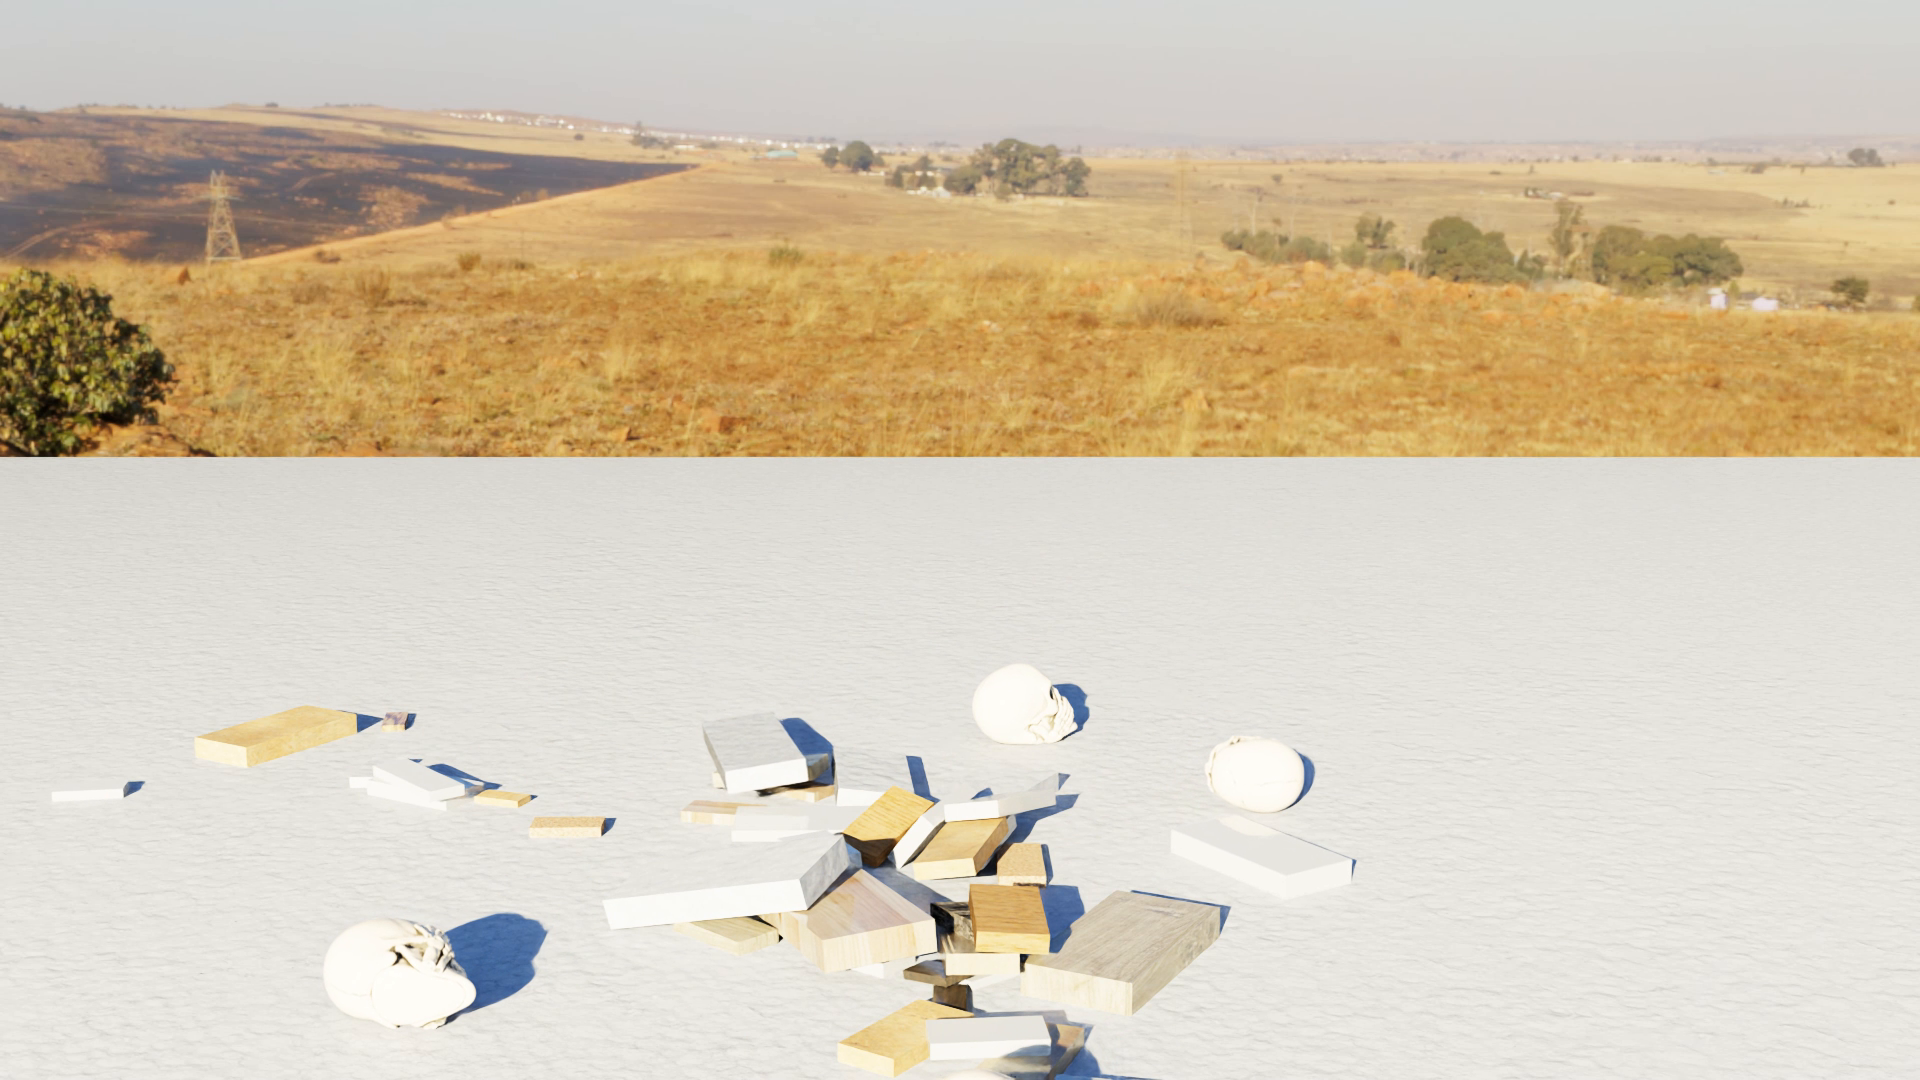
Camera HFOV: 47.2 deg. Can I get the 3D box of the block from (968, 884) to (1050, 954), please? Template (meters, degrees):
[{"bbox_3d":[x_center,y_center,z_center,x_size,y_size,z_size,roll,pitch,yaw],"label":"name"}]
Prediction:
[{"bbox_3d":[0.072,0.566,3.295,0.106,0.030,0.212,3,10,-3],"label":"block"}]

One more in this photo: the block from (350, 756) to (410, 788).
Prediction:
[{"bbox_3d":[-1.142,0.457,4.330,0.072,0.020,0.143,1,11,4],"label":"block"}]

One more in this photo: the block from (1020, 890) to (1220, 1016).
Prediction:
[{"bbox_3d":[0.249,0.624,3.349,0.177,0.050,0.354,5,12,27],"label":"block"}]

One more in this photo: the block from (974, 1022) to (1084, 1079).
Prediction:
[{"bbox_3d":[0.095,0.704,2.983,0.095,0.027,0.190,4,11,20],"label":"block"}]

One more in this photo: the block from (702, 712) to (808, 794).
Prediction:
[{"bbox_3d":[-0.408,0.412,4.311,0.149,0.042,0.567,-9,6,-10],"label":"block"}]

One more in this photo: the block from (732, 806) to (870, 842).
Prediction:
[{"bbox_3d":[-0.261,0.518,3.946,0.285,0.040,0.143,0,11,-1],"label":"block"}]

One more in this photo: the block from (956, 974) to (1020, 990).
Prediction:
[{"bbox_3d":[0.037,0.651,3.301,0.097,0.014,0.049,-9,14,-40],"label":"block"}]

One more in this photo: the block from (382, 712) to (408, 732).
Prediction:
[{"bbox_3d":[-1.211,0.389,4.715,0.047,0.013,0.111,-2,11,-9],"label":"block"}]

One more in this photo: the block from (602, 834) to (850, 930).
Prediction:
[{"bbox_3d":[-0.371,0.546,3.511,0.354,0.050,0.177,-10,12,23],"label":"block"}]

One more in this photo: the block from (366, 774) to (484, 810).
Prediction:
[{"bbox_3d":[-1.023,0.475,4.207,0.203,0.029,0.102,6,12,30],"label":"block"}]

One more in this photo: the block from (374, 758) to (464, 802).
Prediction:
[{"bbox_3d":[-1.029,0.456,4.178,0.072,0.020,0.228,-9,14,-40],"label":"block"}]

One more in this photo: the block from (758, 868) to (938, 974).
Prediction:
[{"bbox_3d":[-0.199,0.582,3.459,0.177,0.050,0.436,-7,8,-21],"label":"block"}]

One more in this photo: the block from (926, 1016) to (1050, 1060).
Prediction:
[{"bbox_3d":[0.037,0.677,2.992,0.162,0.023,0.081,-1,11,-6],"label":"block"}]

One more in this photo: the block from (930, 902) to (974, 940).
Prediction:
[{"bbox_3d":[0.035,0.593,3.434,0.106,0.030,0.212,1,-2,-18],"label":"block"}]

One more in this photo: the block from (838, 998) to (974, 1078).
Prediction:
[{"bbox_3d":[-0.074,0.691,3.054,0.095,0.027,0.190,7,13,34],"label":"block"}]

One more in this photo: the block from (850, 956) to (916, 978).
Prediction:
[{"bbox_3d":[-0.155,0.633,3.377,0.158,0.022,0.079,8,13,36],"label":"block"}]

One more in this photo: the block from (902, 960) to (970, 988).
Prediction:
[{"bbox_3d":[-0.035,0.645,3.273,0.049,0.014,0.097,-15,9,-40],"label":"block"}]

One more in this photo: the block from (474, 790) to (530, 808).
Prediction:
[{"bbox_3d":[-0.867,0.490,4.169,0.094,0.013,0.047,4,11,20],"label":"block"}]

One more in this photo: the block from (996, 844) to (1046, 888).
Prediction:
[{"bbox_3d":[0.103,0.559,3.775,0.079,0.022,0.174,0,11,-1],"label":"block"}]

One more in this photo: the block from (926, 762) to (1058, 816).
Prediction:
[{"bbox_3d":[0.059,0.481,4.143,0.143,0.040,0.285,6,12,28],"label":"block"}]

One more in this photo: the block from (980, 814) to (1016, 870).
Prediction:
[{"bbox_3d":[0.019,0.527,3.846,0.105,0.030,0.211,-8,10,19],"label":"block"}]

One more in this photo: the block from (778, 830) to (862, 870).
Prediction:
[{"bbox_3d":[-0.235,0.520,3.663,0.088,0.025,0.175,-7,8,-22],"label":"block"}]

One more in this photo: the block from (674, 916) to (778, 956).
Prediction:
[{"bbox_3d":[-0.370,0.615,3.471,0.162,0.023,0.081,10,15,44],"label":"block"}]

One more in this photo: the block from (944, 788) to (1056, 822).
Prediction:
[{"bbox_3d":[0.073,0.469,3.893,0.102,0.029,0.250,-8,-5,25],"label":"block"}]

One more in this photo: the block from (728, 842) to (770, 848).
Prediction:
[{"bbox_3d":[-0.315,0.550,3.818,0.178,0.025,0.088,0,11,1],"label":"block"}]

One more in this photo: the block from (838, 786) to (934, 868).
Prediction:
[{"bbox_3d":[-0.132,0.502,3.865,0.088,0.025,0.176,21,38,27],"label":"block"}]

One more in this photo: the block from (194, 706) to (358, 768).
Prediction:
[{"bbox_3d":[-1.413,0.404,4.553,0.148,0.042,0.297,6,12,30],"label":"block"}]

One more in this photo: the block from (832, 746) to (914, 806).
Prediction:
[{"bbox_3d":[-0.168,0.460,4.210,0.143,0.040,0.285,6,10,-6],"label":"block"}]

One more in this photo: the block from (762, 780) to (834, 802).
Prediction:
[{"bbox_3d":[-0.312,0.478,4.225,0.128,0.018,0.064,7,13,32],"label":"block"}]

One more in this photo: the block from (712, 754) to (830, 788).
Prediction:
[{"bbox_3d":[-0.366,0.447,4.263,0.203,0.029,0.102,-6,6,15],"label":"block"}]

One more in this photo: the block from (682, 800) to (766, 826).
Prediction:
[{"bbox_3d":[-0.436,0.506,4.068,0.143,0.020,0.072,3,11,13],"label":"block"}]

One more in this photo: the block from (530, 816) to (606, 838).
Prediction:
[{"bbox_3d":[-0.712,0.521,3.992,0.128,0.018,0.064,0,11,-2],"label":"block"}]

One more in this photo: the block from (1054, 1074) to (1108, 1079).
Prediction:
[{"bbox_3d":[0.196,0.729,2.860,0.157,0.022,0.079,2,11,13],"label":"block"}]

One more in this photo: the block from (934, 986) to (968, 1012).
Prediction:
[{"bbox_3d":[-0.015,0.671,3.193,0.049,0.014,0.097,0,11,-1],"label":"block"}]

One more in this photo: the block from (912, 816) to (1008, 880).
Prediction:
[{"bbox_3d":[0.003,0.520,3.728,0.105,0.030,0.211,-8,10,18],"label":"block"}]

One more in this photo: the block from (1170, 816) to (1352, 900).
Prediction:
[{"bbox_3d":[0.517,0.545,3.796,0.148,0.042,0.297,-7,13,-33],"label":"block"}]

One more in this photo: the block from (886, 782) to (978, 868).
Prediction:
[{"bbox_3d":[-0.047,0.501,3.871,0.030,0.105,0.211,42,22,10],"label":"block"}]

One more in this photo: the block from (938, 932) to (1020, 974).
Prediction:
[{"bbox_3d":[0.027,0.618,3.294,0.106,0.030,0.212,0,-2,-3],"label":"block"}]

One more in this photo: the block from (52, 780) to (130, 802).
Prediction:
[{"bbox_3d":[-1.665,0.480,4.214,0.128,0.018,0.064,-2,11,-9],"label":"block"}]
